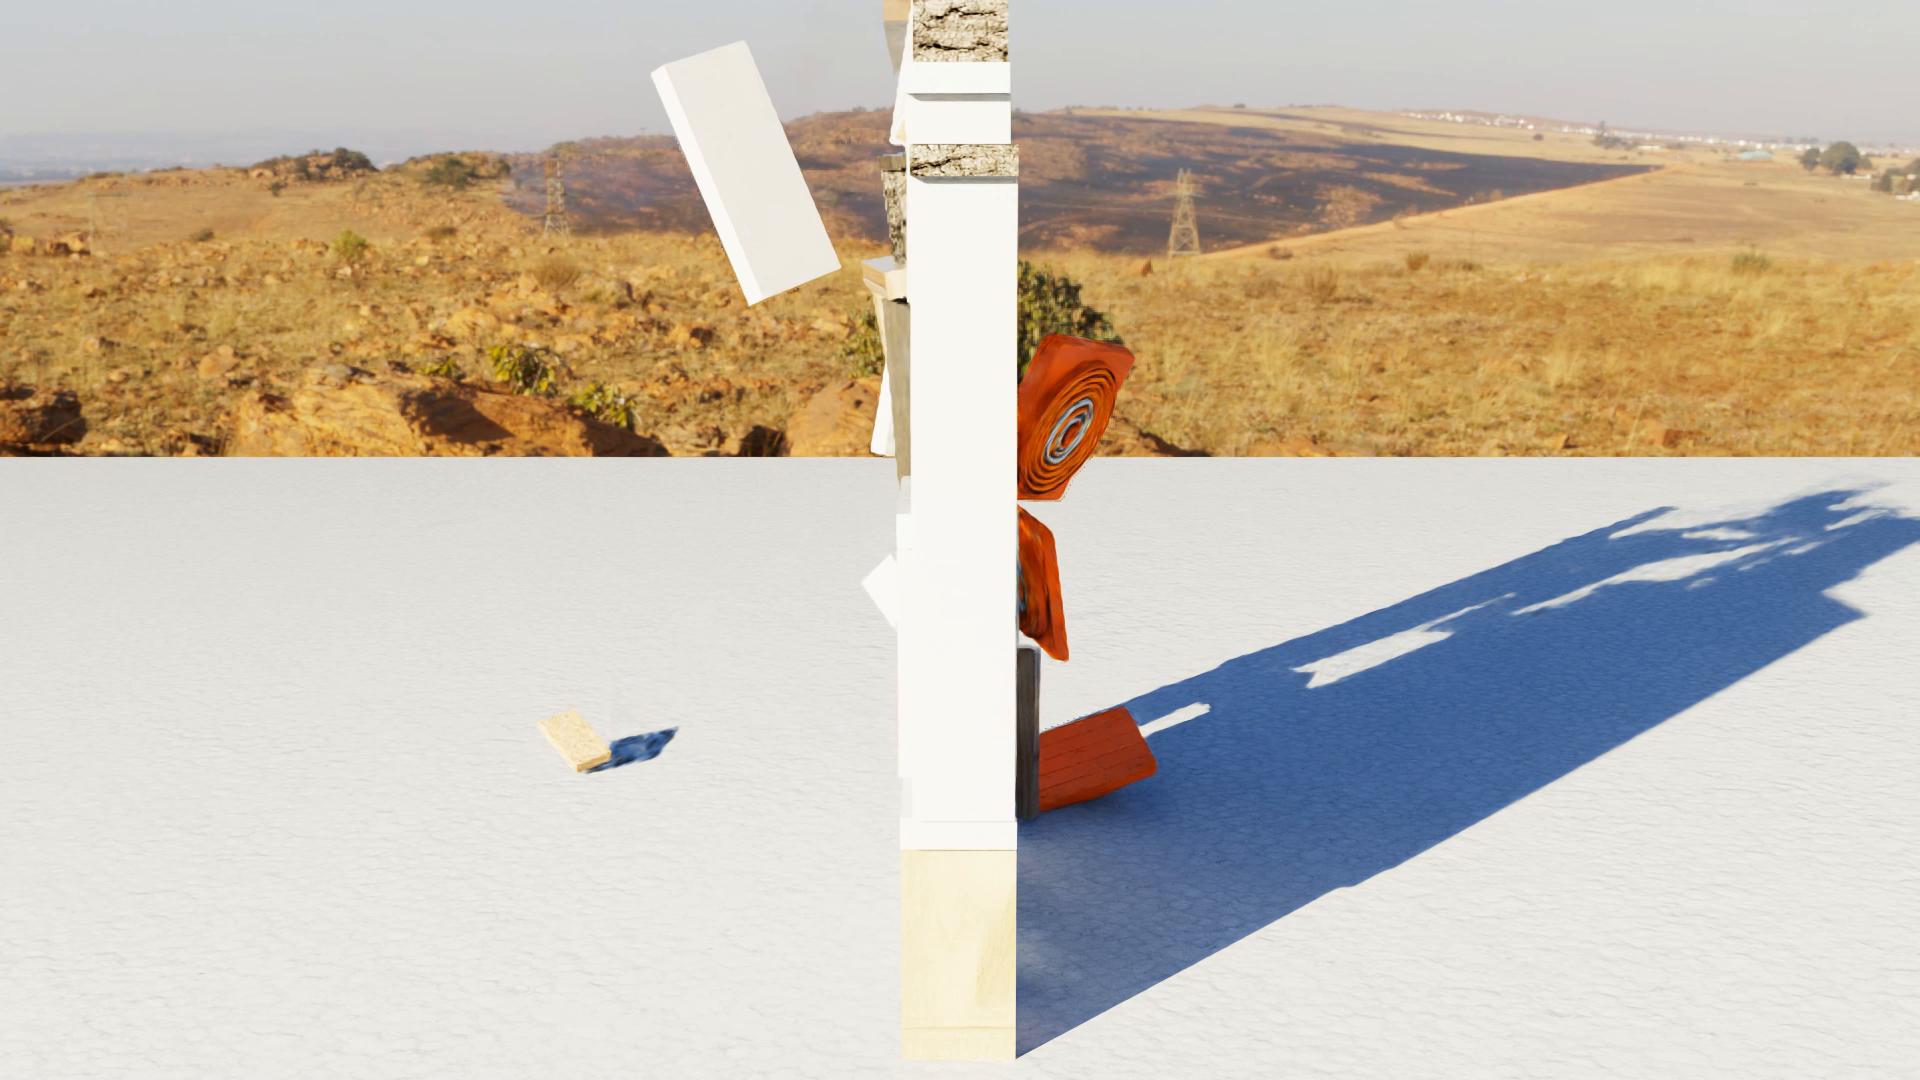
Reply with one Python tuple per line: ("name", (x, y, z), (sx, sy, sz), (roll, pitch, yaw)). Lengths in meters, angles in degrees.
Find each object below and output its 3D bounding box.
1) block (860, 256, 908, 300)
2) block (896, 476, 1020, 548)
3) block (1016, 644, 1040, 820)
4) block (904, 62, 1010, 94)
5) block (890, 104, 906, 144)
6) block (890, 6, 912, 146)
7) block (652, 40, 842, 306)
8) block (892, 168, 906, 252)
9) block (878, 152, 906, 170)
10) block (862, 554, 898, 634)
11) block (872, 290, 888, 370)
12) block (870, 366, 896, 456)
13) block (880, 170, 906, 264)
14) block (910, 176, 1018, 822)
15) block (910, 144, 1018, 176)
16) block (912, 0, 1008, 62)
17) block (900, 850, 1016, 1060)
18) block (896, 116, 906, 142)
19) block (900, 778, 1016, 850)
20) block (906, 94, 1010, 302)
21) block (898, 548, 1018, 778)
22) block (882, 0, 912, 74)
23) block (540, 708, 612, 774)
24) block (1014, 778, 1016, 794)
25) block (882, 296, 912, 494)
("block", (-0.063, -0.422, 3.463), (0.148, 0.042, 0.295), (-11, 12, -7))
("block", (-0.003, -0.042, 3.169), (0.167, 0.047, 0.335), (0, 11, 0))
("block", (0.065, 0.352, 4.071), (0.158, 0.317, 0.045), (2, 6, 15))
("block", (-0.004, -0.651, 3.112), (0.143, 0.040, 0.285), (0, 11, 0))
("block", (-0.064, -0.646, 3.343), (0.048, 0.095, 0.014), (22, 15, -12))
("block", (-0.034, -0.807, 3.312), (0.078, 0.439, 0.022), (9, 25, -2))
("block", (-0.346, -0.599, 3.583), (0.164, 0.401, 0.047), (-27, 7, -35))
("block", (-0.054, -0.491, 3.323), (0.072, 0.145, 0.021), (-11, 14, -8))
("block", (-0.079, -0.580, 3.354), (0.072, 0.021, 0.145), (-10, 12, -9))
("block", (-0.114, 0.107, 4.071), (0.156, 0.078, 0.022), (53, 12, 35))
("block", (-0.042, -0.276, 3.591), (0.148, 0.295, 0.042), (-12, 11, -7))
("block", (-0.038, -0.318, 3.896), (0.180, 0.359, 0.051), (8, 4, -31))
("block", (-0.076, -0.508, 3.415), (0.072, 0.145, 0.021), (-11, 13, -14))
("block", (0.005, -0.045, 2.846), (0.135, 0.841, 0.038), (0, 11, 0))
("block", (0.005, -0.494, 2.854), (0.135, 0.038, 0.270), (0, 10, 0))
("block", (0.000, -0.786, 3.011), (0.131, 0.262, 0.037), (0, 11, 0))
("block", (-0.002, 0.555, 3.006), (0.155, 0.310, 0.044), (0, 11, 0))
("block", (-0.054, -0.634, 3.278), (0.048, 0.095, 0.014), (20, 15, -21))
("block", (-0.002, 0.362, 3.075), (0.155, 0.044, 0.310), (0, 11, 0))
("block", (-0.003, -0.473, 3.048), (0.143, 0.285, 0.040), (0, 11, -1))
("block", (-0.003, 0.166, 3.094), (0.167, 0.335, 0.047), (0, 11, 0))
("block", (-0.031, -0.803, 3.499), (0.164, 0.047, 0.329), (2, -2, 1))
("block", (-0.769, 0.401, 4.395), (0.078, 0.022, 0.156), (-20, 42, -31))
("block", (0.004, 0.400, 3.718), (0.177, 0.355, 0.050), (0, 10, 0))
("block", (-0.029, -0.175, 3.405), (0.148, 0.412, 0.042), (-5, 10, 1))
